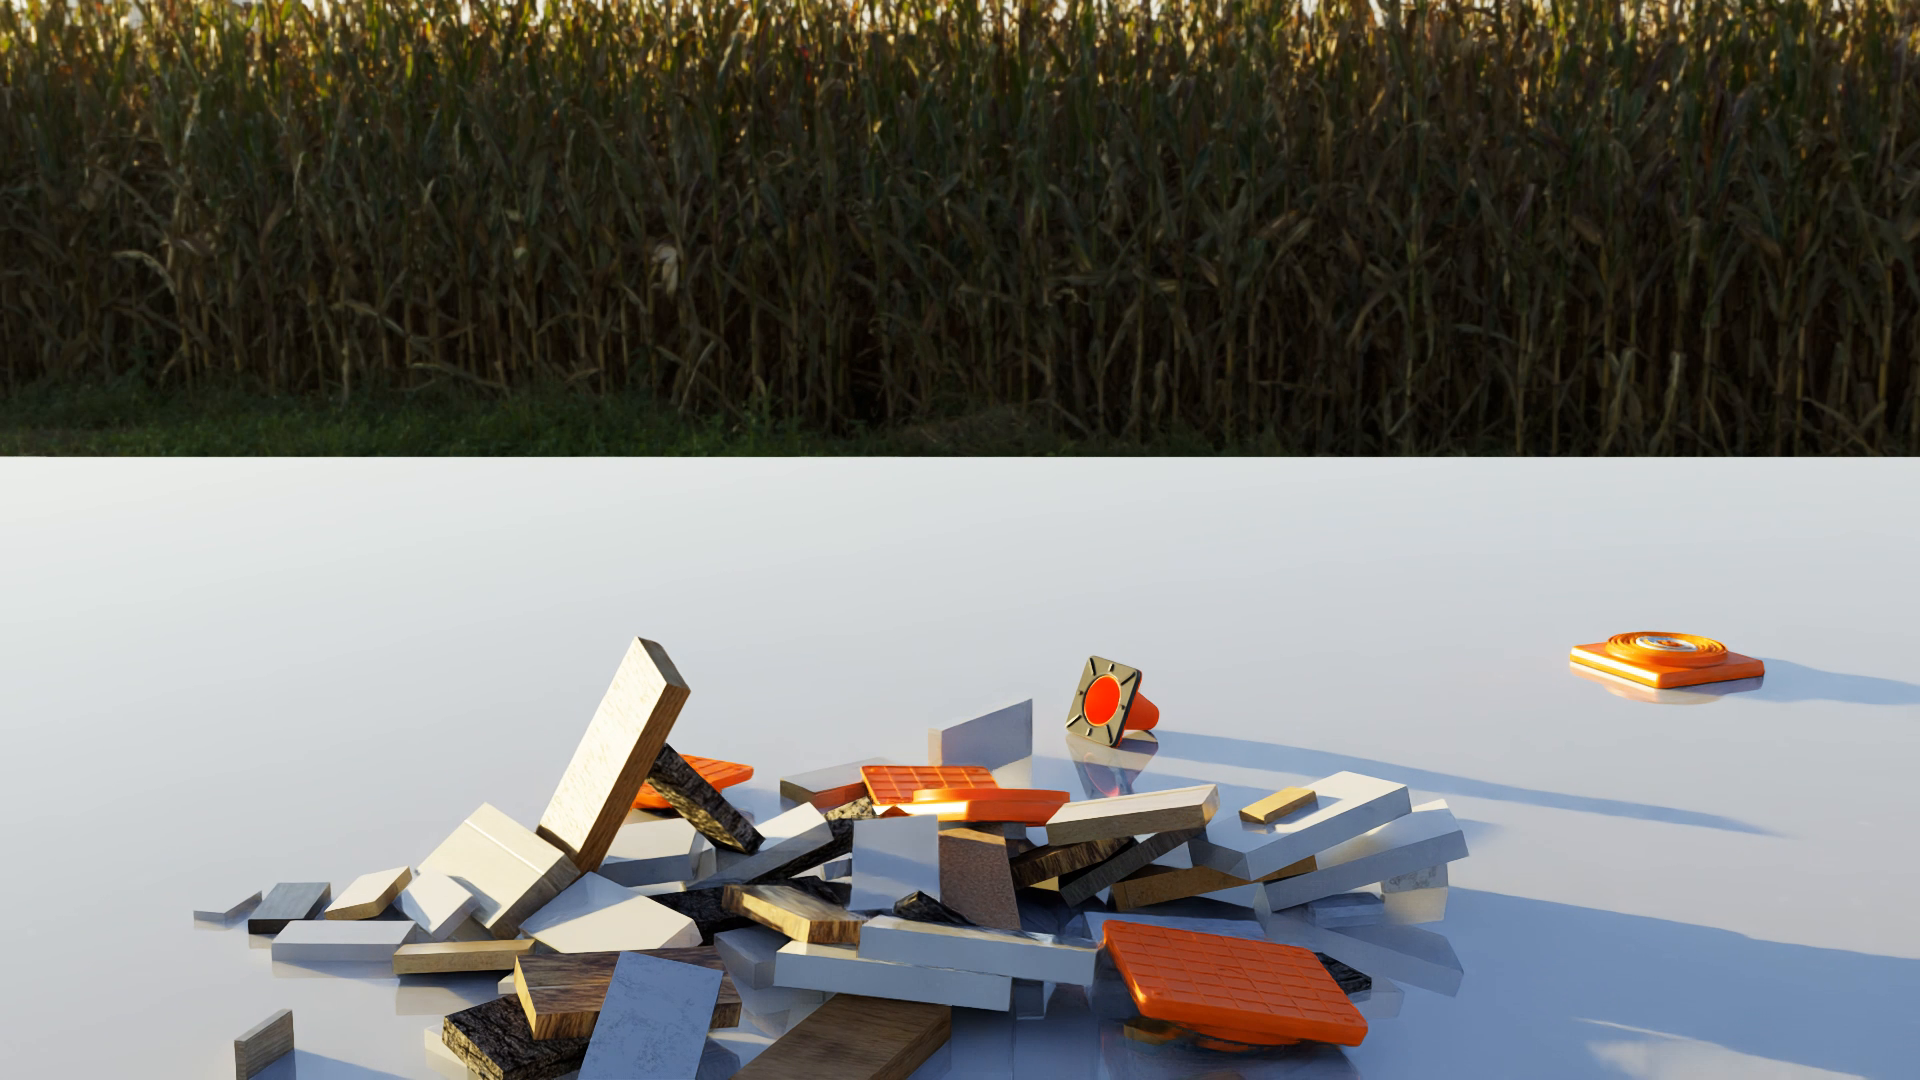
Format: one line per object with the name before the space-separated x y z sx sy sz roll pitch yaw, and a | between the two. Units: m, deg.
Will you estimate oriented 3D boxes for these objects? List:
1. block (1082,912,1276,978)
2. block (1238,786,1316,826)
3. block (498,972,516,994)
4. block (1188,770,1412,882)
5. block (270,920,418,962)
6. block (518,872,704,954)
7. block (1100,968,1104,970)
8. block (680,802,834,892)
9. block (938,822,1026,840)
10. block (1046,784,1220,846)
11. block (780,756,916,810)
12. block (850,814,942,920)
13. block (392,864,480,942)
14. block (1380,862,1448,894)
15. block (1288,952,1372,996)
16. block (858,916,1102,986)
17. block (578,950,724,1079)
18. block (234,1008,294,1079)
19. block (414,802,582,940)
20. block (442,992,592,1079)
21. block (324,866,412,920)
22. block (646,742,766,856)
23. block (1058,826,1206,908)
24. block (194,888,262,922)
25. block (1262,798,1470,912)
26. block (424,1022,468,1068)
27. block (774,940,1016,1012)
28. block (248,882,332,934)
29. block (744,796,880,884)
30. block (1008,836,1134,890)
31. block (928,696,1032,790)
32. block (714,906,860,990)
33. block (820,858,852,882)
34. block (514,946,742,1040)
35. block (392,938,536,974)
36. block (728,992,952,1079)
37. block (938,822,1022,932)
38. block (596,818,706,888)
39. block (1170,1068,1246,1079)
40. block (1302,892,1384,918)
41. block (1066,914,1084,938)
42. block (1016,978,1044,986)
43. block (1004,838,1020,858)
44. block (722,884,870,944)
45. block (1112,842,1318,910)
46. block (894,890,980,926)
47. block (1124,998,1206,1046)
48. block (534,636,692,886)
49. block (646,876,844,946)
block | 0.331 0.617 3.356 0.275 0.039 0.137 4 10 -4
block | 0.521 0.435 3.607 0.119 0.017 0.059 -19 12 -33
block | -0.635 0.646 3.239 0.056 0.016 0.141 -4 -1 2
block | 0.554 0.464 3.592 0.331 0.047 0.166 -18 11 -26
block | -0.956 0.623 3.417 0.198 0.028 0.099 0 11 1
block | -0.535 0.599 3.350 0.145 0.041 0.291 -37 30 -30
block | 0.213 0.638 3.363 0.112 0.016 0.056 1 10 3
block | -0.346 0.523 3.678 0.254 0.036 0.127 -24 14 -13
block | 0.001 0.494 3.731 0.201 0.028 0.100 2 -9 -13
block | 0.278 0.441 3.528 0.257 0.036 0.129 -10 5 18
block | -0.215 0.467 4.239 0.239 0.034 0.119 -8 13 -37
block | -0.101 0.526 3.494 0.137 0.039 0.275 -5 23 1
block | -0.840 0.582 3.520 0.086 0.024 0.173 -45 30 -20
block | 0.761 0.555 3.687 0.119 0.059 0.017 -3 0 -18
block | 0.554 0.650 3.298 0.061 0.017 0.122 -6 12 -28
block | 0.032 0.590 3.168 0.333 0.047 0.166 5 -4 7
block | -0.410 0.659 2.917 0.144 0.041 0.288 12 25 -2
block | -0.947 0.687 2.995 0.016 0.056 0.113 3 11 16
block | -0.755 0.539 3.574 0.163 0.046 0.326 -45 30 -19
block | -0.549 0.670 3.033 0.288 0.041 0.144 -10 29 -44
block | -0.966 0.581 3.597 0.086 0.024 0.173 -12 9 6
block | -0.443 0.420 3.617 0.127 0.254 0.036 0 47 55
block | 0.281 0.508 3.632 0.257 0.036 0.129 -31 8 7
block | -1.196 0.596 3.593 0.056 0.016 0.113 2 11 13
block | 0.661 0.521 3.644 0.331 0.047 0.166 -17 10 5
block | -0.638 0.684 3.087 0.099 0.028 0.198 10 14 42
block | -0.089 0.625 3.167 0.333 0.047 0.167 5 -4 5
block | -1.086 0.596 3.568 0.086 0.024 0.173 0 11 -2
block | -0.258 0.517 3.729 0.254 0.036 0.127 -22 14 -7
block | 0.146 0.527 3.611 0.257 0.036 0.129 -24 -1 27
block | 0.043 0.400 4.364 0.034 0.119 0.305 8 13 36
block | -0.215 0.622 3.386 0.291 0.041 0.145 -6 12 -30
block | -0.133 0.538 3.699 0.201 0.028 0.100 -11 -7 -9
block | -0.464 0.629 3.066 0.288 0.041 0.144 2 22 -23
block | -0.747 0.629 3.323 0.198 0.028 0.099 -2 -1 -4
block | -0.156 0.697 2.963 0.167 0.047 0.336 5 11 23
block | 0.016 0.558 3.491 0.137 0.039 0.332 -9 23 -1
block | -0.601 0.534 3.688 0.326 0.046 0.163 -7 15 3
block | 0.330 0.723 2.919 0.092 0.013 0.046 -4 11 -23
block | 0.626 0.596 3.590 0.119 0.017 0.059 -2 11 -12
block | 0.229 0.616 3.483 0.113 0.016 0.056 4 11 22
block | 0.078 0.640 3.268 0.092 0.046 0.013 -1 18 -6
block | -0.009 0.540 3.692 0.201 0.028 0.100 -12 -6 -14
block | -0.249 0.570 3.356 0.119 0.034 0.239 8 0 -38
block | 0.415 0.533 3.654 0.331 0.047 0.166 -12 10 4
block | -0.005 0.583 3.287 0.197 0.016 0.056 34 -46 -23
block | 0.290 0.684 3.118 0.061 0.017 0.122 8 13 37
block | -0.565 0.362 3.556 0.046 0.386 0.163 20 15 -33
block | -0.377 0.598 3.512 0.355 0.041 0.145 -4 11 -21
